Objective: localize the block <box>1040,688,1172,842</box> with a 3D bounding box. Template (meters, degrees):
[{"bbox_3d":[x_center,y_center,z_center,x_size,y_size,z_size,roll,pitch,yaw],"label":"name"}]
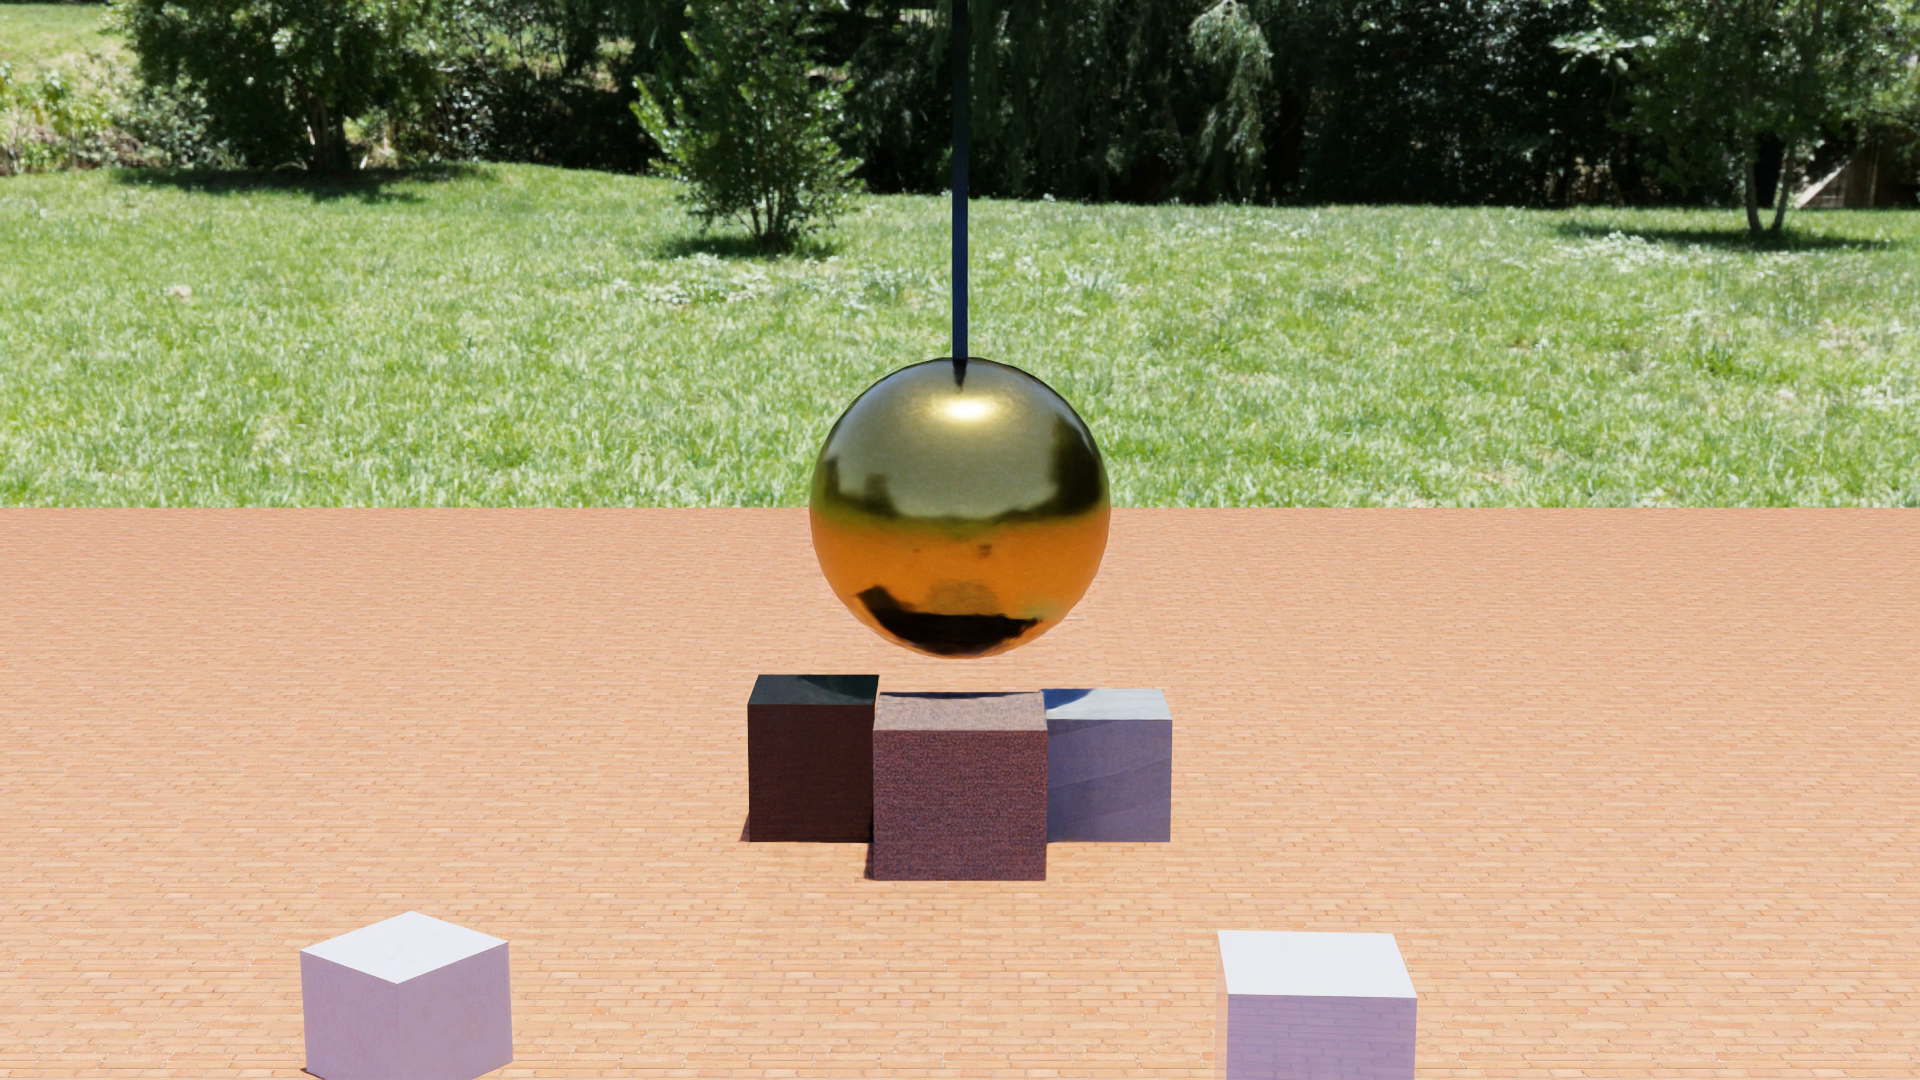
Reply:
[{"bbox_3d":[0.744,1.160,11.392,0.644,0.642,0.625,0,10,0],"label":"block"}]

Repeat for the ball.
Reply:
[{"bbox_3d":[0.000,-0.168,11.620,1.600,1.600,1.600,0,10,0],"label":"ball"}]

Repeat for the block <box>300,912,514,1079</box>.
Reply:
[{"bbox_3d":[-2.110,1.782,8.400,0.566,0.489,0.533,8,13,36],"label":"block"}]

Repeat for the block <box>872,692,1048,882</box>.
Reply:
[{"bbox_3d":[0.004,1.204,10.849,0.828,0.749,0.733,0,10,0],"label":"block"}]

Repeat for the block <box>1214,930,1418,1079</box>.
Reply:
[{"bbox_3d":[1.261,1.809,7.903,0.644,0.612,0.618,1,10,3],"label":"block"}]

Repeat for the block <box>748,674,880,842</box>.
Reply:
[{"bbox_3d":[-0.746,1.121,11.388,0.640,0.720,0.630,0,10,0],"label":"block"}]

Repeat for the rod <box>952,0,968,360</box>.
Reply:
[{"bbox_3d":[0.000,-3.456,10.756,0.080,5.200,0.080,0,15,0],"label":"rod"}]
